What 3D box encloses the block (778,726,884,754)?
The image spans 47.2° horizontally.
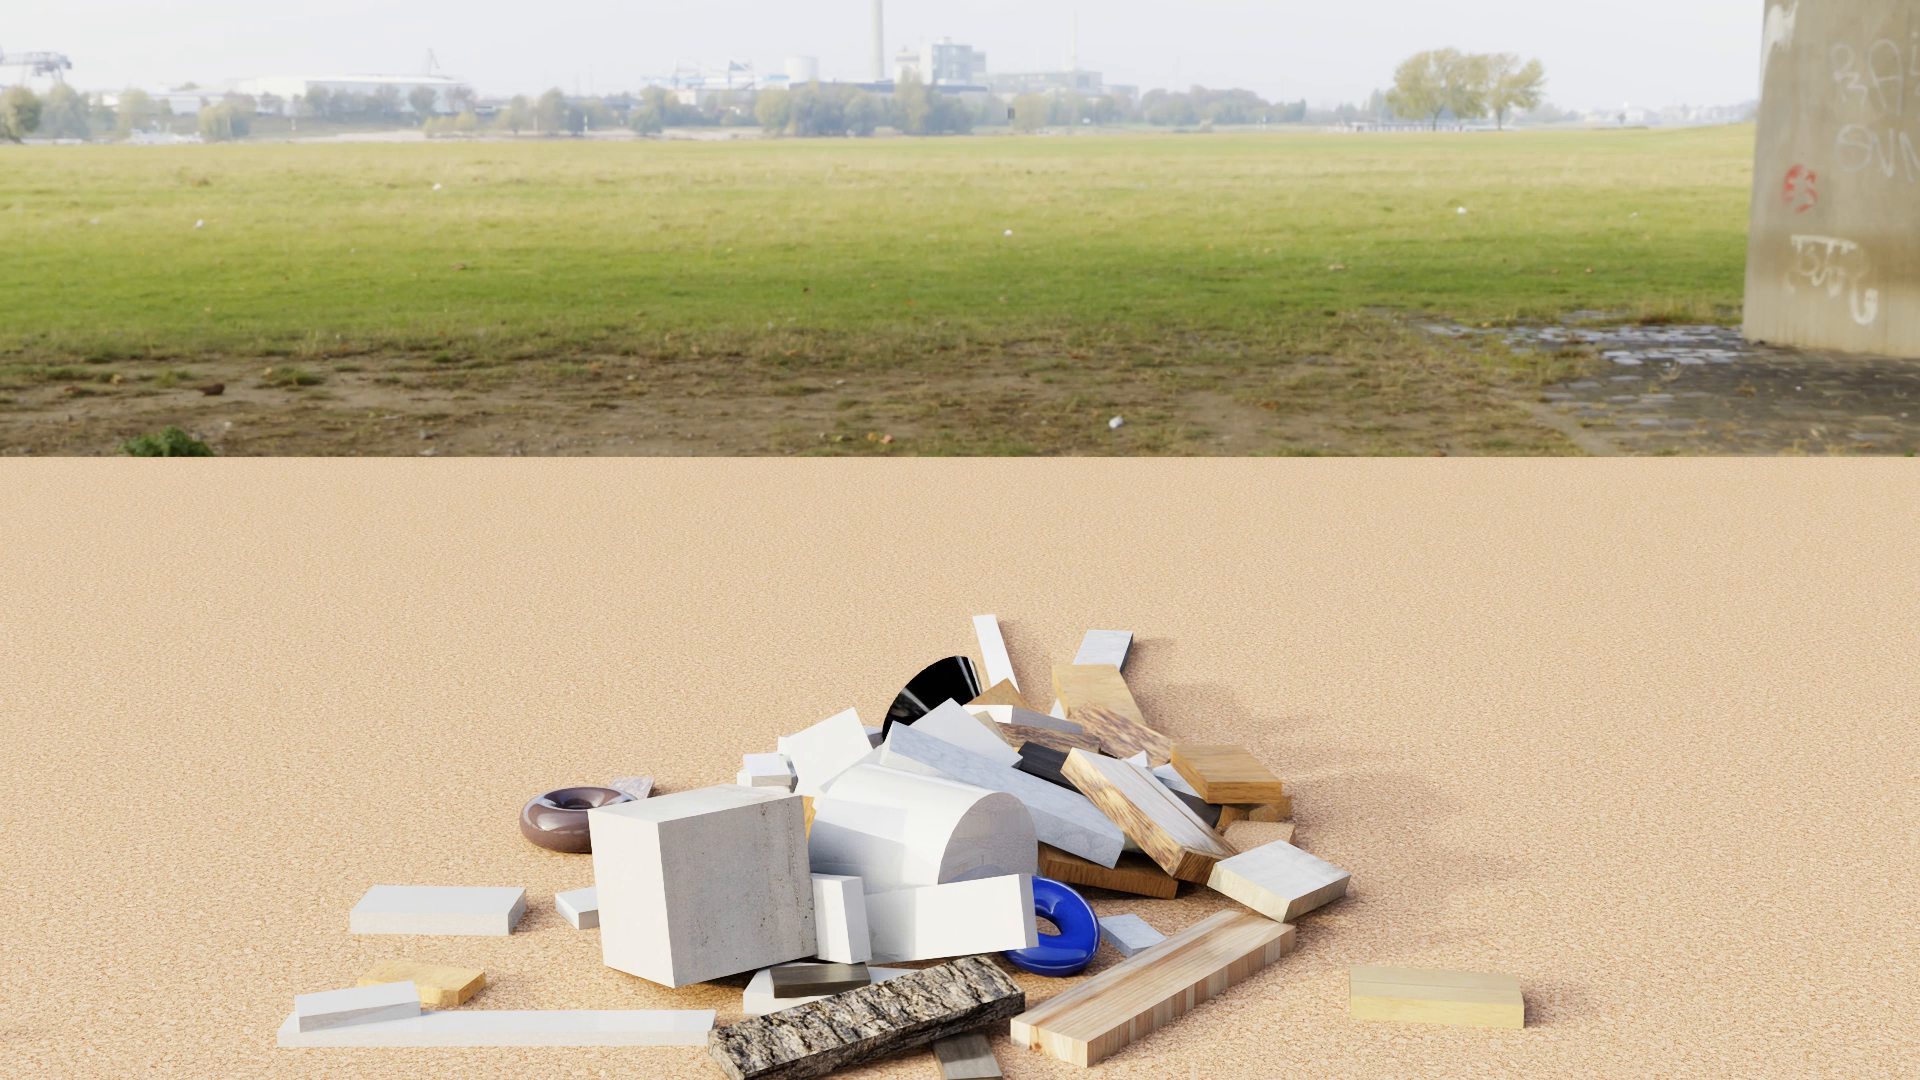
[{"bbox_3d":[-0.246,0.403,4.407,0.117,0.033,0.295,5,2,22],"label":"block"}]

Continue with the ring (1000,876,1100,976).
[{"bbox_3d":[0.126,0.588,3.357,0.184,0.061,0.184,13,35,-10],"label":"ring"}]

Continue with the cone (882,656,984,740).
[{"bbox_3d":[0.019,0.404,4.369,0.248,0.248,0.248,-10,41,-43],"label":"cone"}]

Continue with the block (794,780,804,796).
[{"bbox_3d":[-0.187,0.429,4.014,0.223,0.032,0.112,-17,17,11],"label":"block"}]

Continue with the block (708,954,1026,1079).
[{"bbox_3d":[-0.126,0.665,3.038,0.430,0.034,0.121,-10,22,-27],"label":"block"}]

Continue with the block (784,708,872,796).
[{"bbox_3d":[-0.218,0.415,3.961,0.143,0.040,0.285,-25,29,-4],"label":"block"}]

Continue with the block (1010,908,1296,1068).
[{"bbox_3d":[0.296,0.651,3.239,0.129,0.037,0.563,8,13,38],"label":"block"}]

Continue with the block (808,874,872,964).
[{"bbox_3d":[-0.212,0.566,3.312,0.034,0.121,0.241,-6,-2,-31],"label":"block"}]

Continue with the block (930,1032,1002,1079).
[{"bbox_3d":[0.008,0.707,2.980,0.075,0.021,0.149,-2,11,-9],"label":"block"}]

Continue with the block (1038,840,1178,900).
[{"bbox_3d":[0.243,0.547,3.673,0.223,0.032,0.112,11,11,-9],"label":"block"}]

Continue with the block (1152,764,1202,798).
[{"bbox_3d":[0.434,0.455,4.120,0.170,0.024,0.085,10,15,43],"label":"block"}]

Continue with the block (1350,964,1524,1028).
[{"bbox_3d":[0.688,0.661,3.190,0.241,0.034,0.121,2,11,9],"label":"block"}]

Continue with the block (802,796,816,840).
[{"bbox_3d":[-0.309,0.493,3.766,0.285,0.040,0.143,3,28,15],"label":"block"}]

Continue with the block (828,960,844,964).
[{"bbox_3d":[-0.261,0.549,3.451,0.020,0.070,0.370,-6,27,-29],"label":"block"}]

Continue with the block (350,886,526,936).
[{"bbox_3d":[-0.837,0.596,3.540,0.252,0.036,0.126,0,11,2],"label":"block"}]

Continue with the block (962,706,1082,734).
[{"bbox_3d":[0.121,0.353,4.225,0.117,0.033,0.233,-3,-15,38],"label":"block"}]

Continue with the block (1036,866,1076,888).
[{"bbox_3d":[0.089,0.531,3.730,0.228,0.032,0.114,24,21,28],"label":"block"}]

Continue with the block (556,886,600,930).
[{"bbox_3d":[-0.543,0.589,3.593,0.208,0.029,0.104,-6,12,-30],"label":"block"}]

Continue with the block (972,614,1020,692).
[{"bbox_3d":[0.093,0.310,5.045,0.056,0.016,1.321,-6,10,-2],"label":"block"}]

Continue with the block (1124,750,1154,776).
[{"bbox_3d":[0.277,0.455,4.097,0.170,0.024,0.085,-28,12,8],"label":"block"}]

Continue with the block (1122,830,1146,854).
[{"bbox_3d":[0.256,0.511,3.836,0.151,0.021,0.076,34,36,26],"label":"block"}]

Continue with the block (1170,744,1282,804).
[{"bbox_3d":[0.489,0.431,4.066,0.136,0.039,0.273,1,9,-9],"label":"block"}]

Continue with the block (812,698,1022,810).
[{"bbox_3d":[-0.070,0.416,3.784,0.174,0.049,0.347,38,44,21],"label":"block"}]

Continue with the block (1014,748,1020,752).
[{"bbox_3d":[0.015,0.468,3.979,0.157,0.044,0.314,1,24,20],"label":"block"}]

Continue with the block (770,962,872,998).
[{"bbox_3d":[-0.202,0.635,3.175,0.140,0.020,0.070,-2,11,-10],"label":"block"}]

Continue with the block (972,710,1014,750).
[{"bbox_3d":[-0.024,0.384,3.911,0.226,0.032,0.113,-16,51,-26],"label":"block"}]

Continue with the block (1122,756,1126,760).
[{"bbox_3d":[0.297,0.466,4.144,0.085,0.024,0.170,-36,12,2],"label":"block"}]

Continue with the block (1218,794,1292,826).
[{"bbox_3d":[0.468,0.485,4.127,0.273,0.039,0.136,9,14,41],"label":"block"}]

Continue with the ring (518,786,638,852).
[{"bbox_3d":[-0.678,0.501,3.950,0.226,0.075,0.226,1,10,0],"label":"ring"}]

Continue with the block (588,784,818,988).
[{"bbox_3d":[-0.389,0.514,3.316,0.240,0.240,0.240,-7,3,-34],"label":"block"}]

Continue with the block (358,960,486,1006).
[{"bbox_3d":[-0.796,0.655,3.255,0.165,0.023,0.082,3,11,16],"label":"block"}]

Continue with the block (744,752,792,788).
[{"bbox_3d":[-0.372,0.442,4.232,0.076,0.021,0.151,-2,11,-11],"label":"block"}]

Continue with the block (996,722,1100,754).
[{"bbox_3d":[0.088,0.381,4.183,0.314,0.044,0.157,10,-12,-19],"label":"block"}]

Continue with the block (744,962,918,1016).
[{"bbox_3d":[-0.176,0.659,3.199,0.252,0.036,0.126,2,11,9],"label":"block"}]

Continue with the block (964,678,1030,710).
[{"bbox_3d":[0.046,0.371,4.310,0.233,0.117,0.033,-30,-9,-42],"label":"block"}]

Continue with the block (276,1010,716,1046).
[{"bbox_3d":[-0.647,0.686,3.092,0.602,0.021,0.075,0,11,0],"label":"block"}]

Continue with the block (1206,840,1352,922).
[{"bbox_3d":[0.521,0.552,3.572,0.136,0.039,0.273,24,13,28],"label":"block"}]

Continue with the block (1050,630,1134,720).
[{"bbox_3d":[0.283,0.346,4.895,0.113,0.032,1.176,2,11,9],"label":"block"}]

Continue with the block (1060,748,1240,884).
[{"bbox_3d":[0.335,0.475,3.745,0.174,0.049,0.347,19,14,-38],"label":"block"}]

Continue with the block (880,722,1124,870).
[{"bbox_3d":[0.069,0.426,3.691,0.418,0.049,0.174,22,11,-3],"label":"block"}]

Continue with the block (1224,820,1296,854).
[{"bbox_3d":[0.515,0.542,3.840,0.114,0.032,0.228,3,11,15],"label":"block"}]

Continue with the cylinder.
[{"bbox_3d":[-0.058,0.499,3.448,0.259,0.259,0.259,8,13,37],"label":"cylinder"}]

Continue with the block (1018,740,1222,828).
[{"bbox_3d":[0.276,0.453,3.949,0.378,0.032,0.112,17,23,15],"label":"block"}]

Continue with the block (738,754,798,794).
[{"bbox_3d":[-0.333,0.450,4.332,0.114,0.032,0.228,5,11,23],"label":"block"}]

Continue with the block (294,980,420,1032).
[{"bbox_3d":[-0.853,0.660,3.113,0.165,0.023,0.082,-4,11,-20],"label":"block"}]

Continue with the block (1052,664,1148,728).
[{"bbox_3d":[0.293,0.350,4.675,0.143,0.040,0.551,-1,11,-3],"label":"block"}]

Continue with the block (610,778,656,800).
[{"bbox_3d":[-0.628,0.485,4.173,0.080,0.023,0.160,0,11,-1],"label":"block"}]

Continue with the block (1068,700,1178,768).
[{"bbox_3d":[0.315,0.401,4.343,0.226,0.032,0.113,24,41,29],"label":"block"}]

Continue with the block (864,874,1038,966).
[{"bbox_3d":[-0.033,0.562,3.241,0.348,0.104,0.029,-15,-14,39],"label":"block"}]

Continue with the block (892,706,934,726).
[{"bbox_3d":[-0.089,0.380,4.754,0.056,0.016,0.113,10,14,42],"label":"block"}]

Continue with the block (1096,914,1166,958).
[{"bbox_3d":[0.271,0.621,3.445,0.070,0.020,0.140,-4,11,-21],"label":"block"}]
